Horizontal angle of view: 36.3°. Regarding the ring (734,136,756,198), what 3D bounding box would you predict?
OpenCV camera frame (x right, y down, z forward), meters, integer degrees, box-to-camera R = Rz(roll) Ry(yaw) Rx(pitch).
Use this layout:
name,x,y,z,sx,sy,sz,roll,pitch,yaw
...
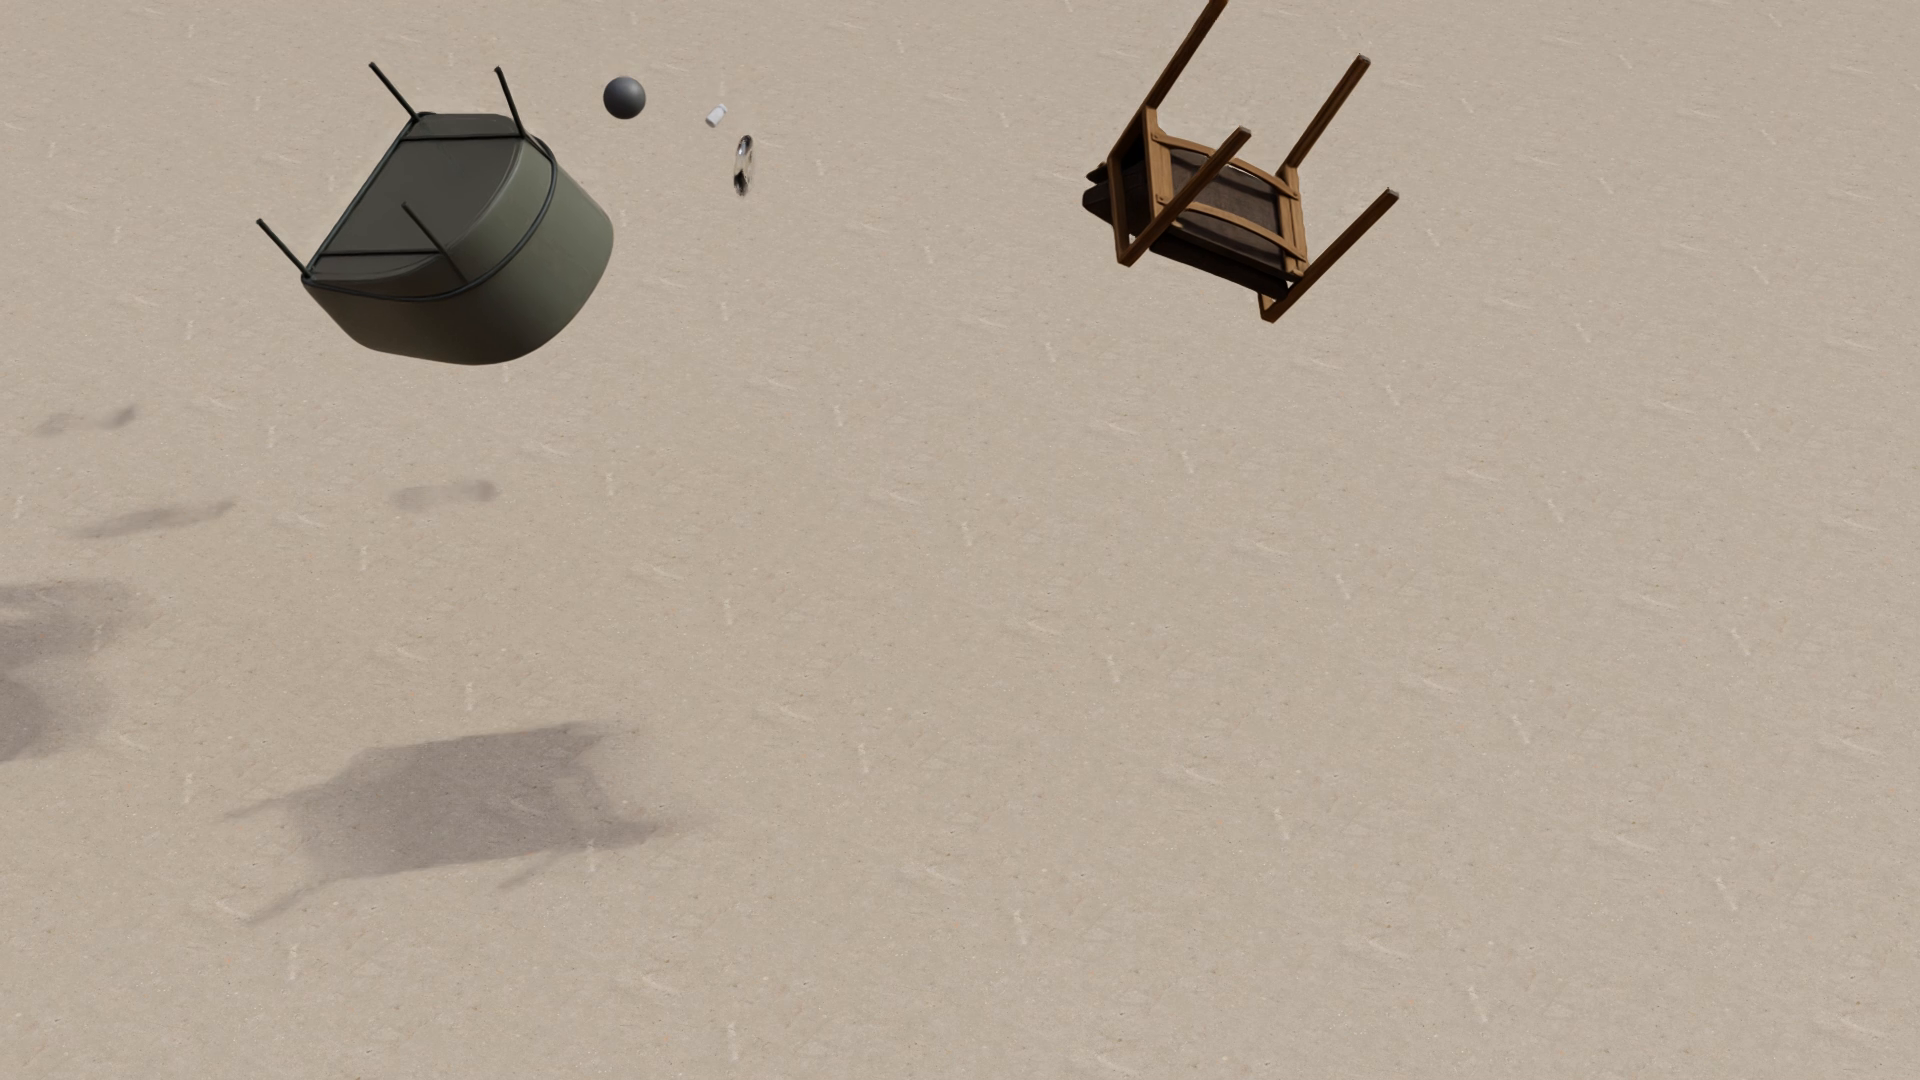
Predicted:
name,x,y,z,sx,sy,sz,roll,pitch,yaw
ring,-0.612,-1.064,8.345,0.039,0.173,0.206,5,33,4

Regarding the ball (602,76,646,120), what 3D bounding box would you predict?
name,x,y,z,sx,sy,sz,roll,pitch,yaw
ball,-0.943,-1.242,8.239,0.120,0.120,0.120,0,33,0
